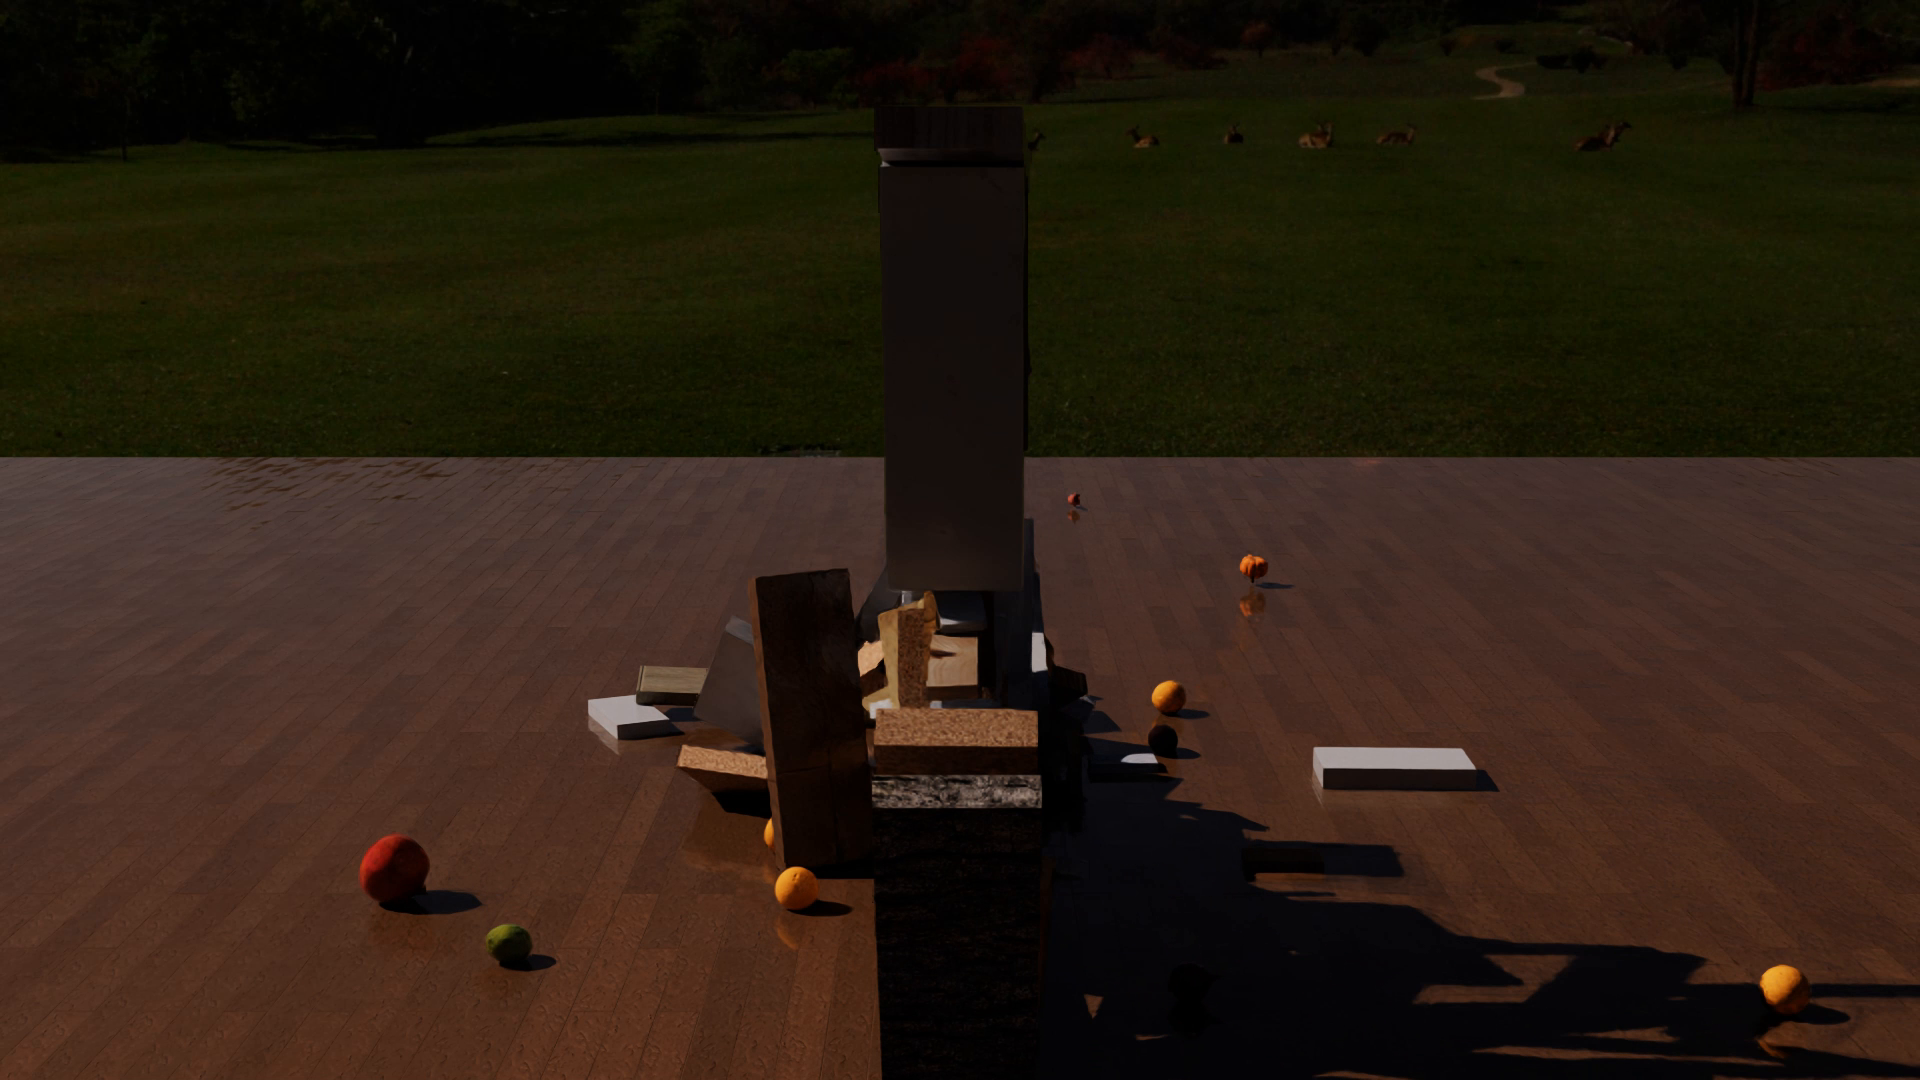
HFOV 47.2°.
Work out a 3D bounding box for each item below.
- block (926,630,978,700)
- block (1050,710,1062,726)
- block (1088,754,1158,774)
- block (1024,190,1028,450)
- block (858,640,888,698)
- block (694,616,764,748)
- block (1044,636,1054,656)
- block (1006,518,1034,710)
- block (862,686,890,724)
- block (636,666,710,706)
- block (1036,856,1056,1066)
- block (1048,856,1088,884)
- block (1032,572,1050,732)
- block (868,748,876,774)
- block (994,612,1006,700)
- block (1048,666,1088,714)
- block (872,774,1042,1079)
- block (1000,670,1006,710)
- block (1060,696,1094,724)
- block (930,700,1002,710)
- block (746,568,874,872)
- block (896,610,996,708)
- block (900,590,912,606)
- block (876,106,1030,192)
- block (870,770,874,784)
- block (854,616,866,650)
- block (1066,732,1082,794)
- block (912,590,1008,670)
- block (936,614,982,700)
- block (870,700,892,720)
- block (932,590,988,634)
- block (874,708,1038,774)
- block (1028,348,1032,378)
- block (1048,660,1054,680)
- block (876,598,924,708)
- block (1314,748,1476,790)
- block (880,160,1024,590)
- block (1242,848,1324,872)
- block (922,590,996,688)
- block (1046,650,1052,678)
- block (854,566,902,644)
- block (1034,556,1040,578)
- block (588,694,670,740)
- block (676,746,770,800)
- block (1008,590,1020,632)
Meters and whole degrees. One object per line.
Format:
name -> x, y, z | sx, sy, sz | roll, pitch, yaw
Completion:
block -> -0.008, 0.145, 2.583 | 0.057, 0.016, 0.275 | -1, 10, 1
block -> 0.086, 0.318, 4.713 | 0.256, 0.036, 0.128 | 26, 2, -18
block -> 0.325, 0.446, 4.391 | 0.134, 0.019, 0.067 | 0, 11, -2
block -> 0.005, -0.281, 2.829 | 0.166, 0.332, 0.047 | 0, 18, 2
block -> -0.152, 0.227, 4.153 | 0.042, 0.147, 0.484 | 39, -17, -5
block -> -0.430, 0.289, 4.430 | 0.155, 0.310, 0.044 | 27, 49, 1
block -> 0.105, 0.168, 4.084 | 0.079, 0.158, 0.022 | -11, 42, 28
block -> 0.015, 0.228, 3.128 | 0.171, 0.540, 0.049 | 2, -20, 0
block -> -0.269, 0.337, 4.750 | 0.256, 0.036, 0.128 | 6, 31, 1
block -> -0.413, 0.328, 4.819 | 0.580, 0.032, 0.113 | 3, 25, -5
block -> 0.010, 0.499, 2.588 | 0.179, 0.358, 0.051 | 9, 40, 8
block -> 0.084, 0.441, 2.898 | 0.153, 0.022, 0.076 | -15, -21, 34
block -> 0.041, 0.165, 3.308 | 0.171, 0.049, 0.343 | -1, 33, -1
block -> -0.192, 0.445, 4.395 | 0.067, 0.019, 0.134 | -3, 11, -15
block -> -0.008, 0.215, 2.945 | 0.121, 0.243, 0.034 | 5, 9, 1
block -> 0.052, 0.276, 4.451 | 0.421, 0.044, 0.155 | 18, -37, -37
block -> -0.002, 0.511, 2.507 | 0.179, 0.626, 0.051 | 0, 38, 1
block -> -0.004, 0.171, 3.102 | 0.139, 0.646, 0.039 | 1, -20, 0
block -> 0.132, 0.295, 4.729 | 0.310, 0.044, 0.155 | 26, 3, -7
block -> 0.006, 0.207, 2.691 | 0.071, 0.020, 0.141 | 2, -6, -7
block -> -0.254, 0.308, 3.800 | 0.169, 0.504, 0.048 | -6, 0, -22
block -> -0.016, 0.210, 2.785 | 0.122, 0.243, 0.034 | -2, -9, 0
block -> -0.010, 0.214, 3.045 | 0.131, 0.512, 0.037 | -2, -20, -2
block -> -0.003, -0.470, 2.660 | 0.166, 0.047, 0.332 | 0, 0, 3
block -> -0.291, 0.457, 4.298 | 0.227, 0.032, 0.113 | 9, 14, 41
block -> -0.064, 0.269, 4.561 | 0.128, 0.036, 0.408 | -15, -41, 45
block -> 0.222, 0.433, 4.293 | 0.022, 0.079, 0.158 | -3, 11, 1
block -> 0.000, 0.047, 2.979 | 0.131, 0.261, 0.037 | -1, 16, 0
block -> -0.001, 0.142, 2.722 | 0.057, 0.113, 0.016 | -1, -26, 1
block -> -0.068, 0.348, 4.589 | 0.118, 0.034, 0.237 | 12, -20, -41
block -> -0.004, 0.070, 2.735 | 0.057, 0.016, 0.113 | -7, 43, -7
block -> -0.003, 0.325, 2.546 | 0.179, 0.358, 0.051 | 1, 48, 1
block -> 0.006, -0.406, 3.302 | 0.169, 0.338, 0.048 | -6, -3, 1
block -> 0.058, 0.238, 4.281 | 0.240, 0.034, 0.120 | 21, -30, -40
block -> -0.029, 0.276, 2.851 | 0.034, 0.391, 0.121 | -2, -11, -38
block -> 0.851, 0.448, 4.318 | 0.294, 0.042, 0.147 | 0, 11, 2
block -> -0.007, -0.192, 2.641 | 0.166, 0.520, 0.047 | 0, 19, 2
block -> 0.558, 0.555, 3.807 | 0.134, 0.019, 0.067 | 0, 11, 1
block -> -0.003, 0.047, 2.793 | 0.088, 0.293, 0.025 | -2, -27, 0
block -> 0.030, 0.208, 3.924 | 0.164, 0.047, 0.329 | -3, -10, 23
block -> -0.072, 0.020, 3.890 | 0.048, 0.338, 0.169 | 31, 9, 9
block -> 0.027, 0.035, 3.479 | 0.171, 0.049, 0.343 | -2, -12, 6
block -> -0.712, 0.379, 4.718 | 0.113, 0.032, 0.227 | -5, 12, -24
block -> -0.367, 0.446, 4.119 | 0.294, 0.042, 0.147 | 5, -23, 25
block -> 0.013, -0.004, 3.017 | 0.130, 0.261, 0.037 | -1, 11, -3
